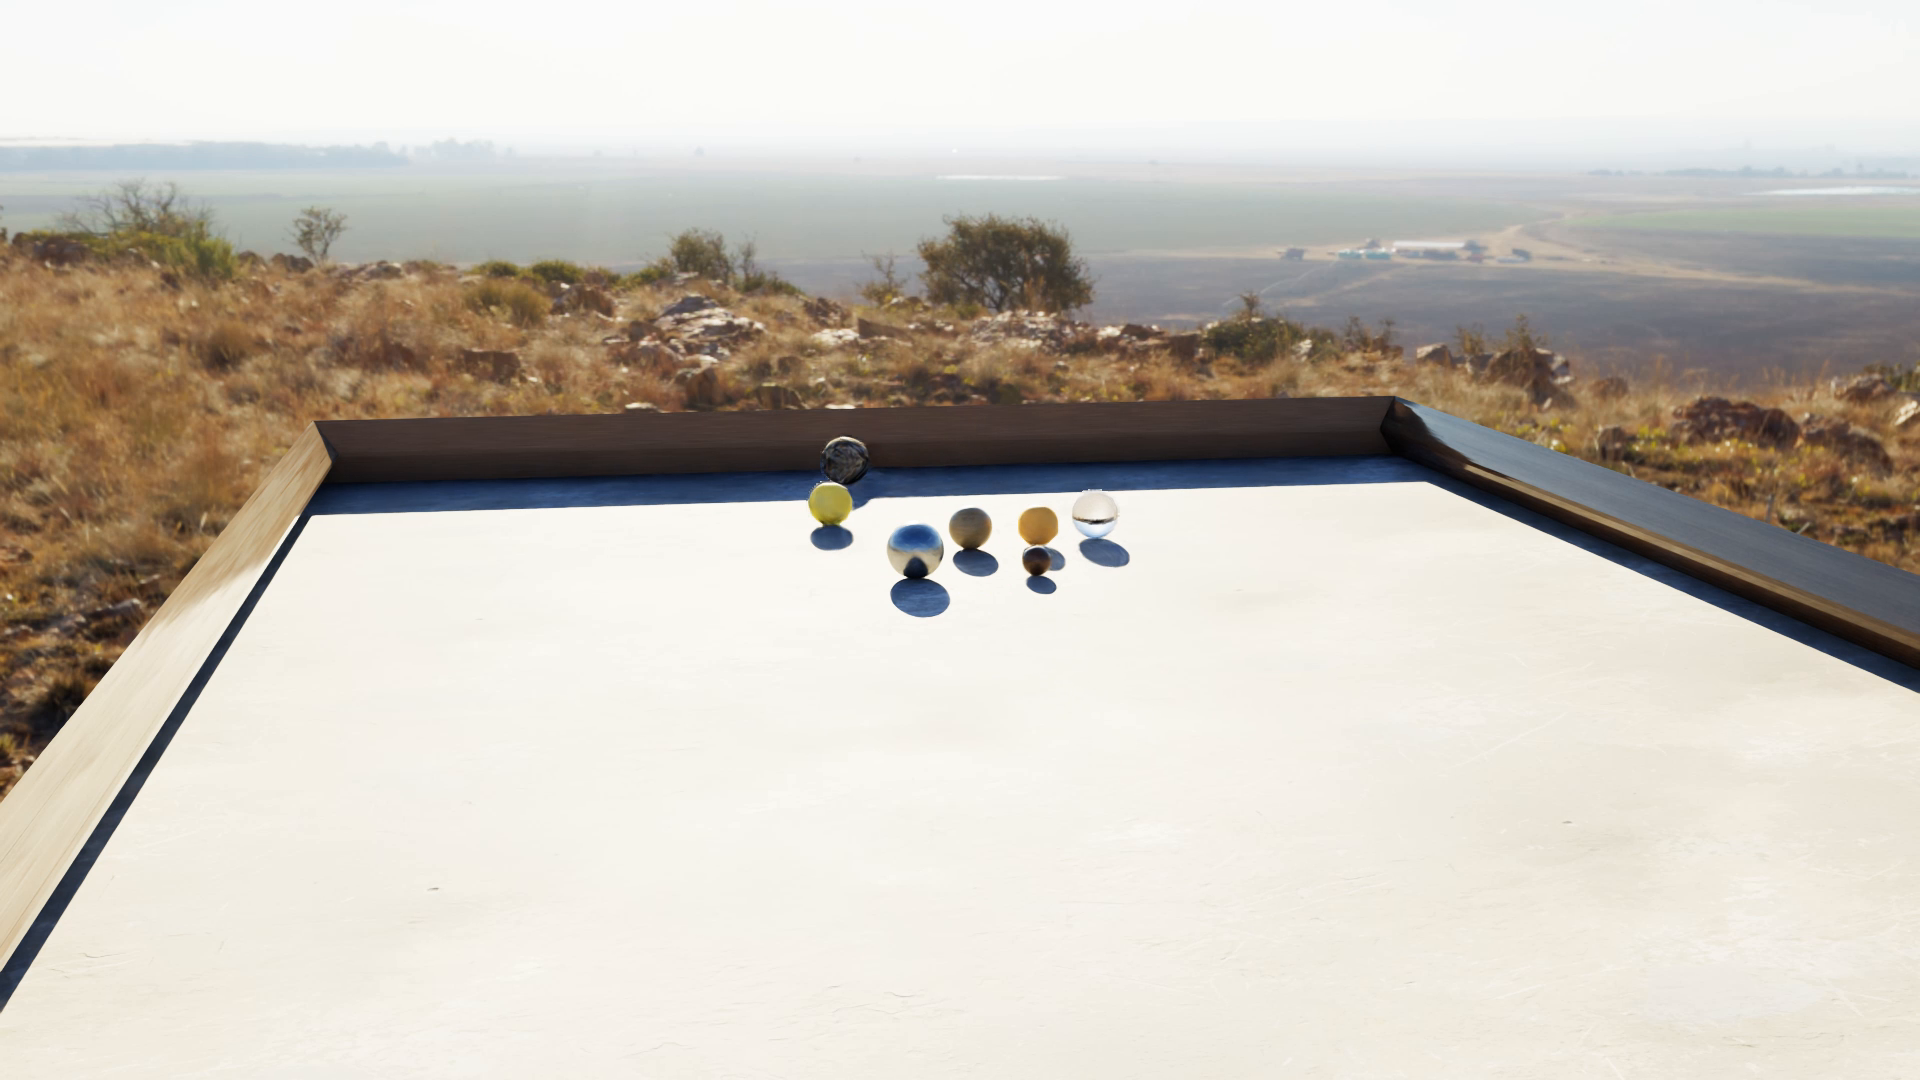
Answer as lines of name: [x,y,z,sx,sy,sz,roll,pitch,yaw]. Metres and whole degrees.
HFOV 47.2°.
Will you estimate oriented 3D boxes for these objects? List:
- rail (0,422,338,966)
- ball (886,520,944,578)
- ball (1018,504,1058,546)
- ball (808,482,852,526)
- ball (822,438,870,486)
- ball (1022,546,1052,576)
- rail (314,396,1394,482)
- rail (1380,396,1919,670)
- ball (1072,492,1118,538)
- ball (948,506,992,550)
rail: [-0.792,0.173,2.127,0.045,0.107,3.462,-2,11,-10]
ball: [-0.061,0.013,3.022,0.080,0.080,0.080,0,11,0]
ball: [0.115,-0.022,3.249,0.062,0.062,0.062,0,11,0]
ball: [-0.201,-0.056,3.410,0.068,0.068,0.068,0,11,0]
ball: [-0.197,-0.136,3.780,0.083,0.083,0.083,0,11,0]
ball: [0.106,0.029,3.043,0.042,0.042,0.042,0,11,0]
rail: [-0.146,-0.180,3.940,1.962,0.107,0.045,-2,11,-10]
rail: [1.093,0.109,2.453,0.045,0.107,3.462,-2,11,-10]
ball: [0.203,-0.037,3.304,0.072,0.072,0.072,0,11,0]
ball: [0.015,-0.018,3.224,0.065,0.065,0.065,0,11,0]
